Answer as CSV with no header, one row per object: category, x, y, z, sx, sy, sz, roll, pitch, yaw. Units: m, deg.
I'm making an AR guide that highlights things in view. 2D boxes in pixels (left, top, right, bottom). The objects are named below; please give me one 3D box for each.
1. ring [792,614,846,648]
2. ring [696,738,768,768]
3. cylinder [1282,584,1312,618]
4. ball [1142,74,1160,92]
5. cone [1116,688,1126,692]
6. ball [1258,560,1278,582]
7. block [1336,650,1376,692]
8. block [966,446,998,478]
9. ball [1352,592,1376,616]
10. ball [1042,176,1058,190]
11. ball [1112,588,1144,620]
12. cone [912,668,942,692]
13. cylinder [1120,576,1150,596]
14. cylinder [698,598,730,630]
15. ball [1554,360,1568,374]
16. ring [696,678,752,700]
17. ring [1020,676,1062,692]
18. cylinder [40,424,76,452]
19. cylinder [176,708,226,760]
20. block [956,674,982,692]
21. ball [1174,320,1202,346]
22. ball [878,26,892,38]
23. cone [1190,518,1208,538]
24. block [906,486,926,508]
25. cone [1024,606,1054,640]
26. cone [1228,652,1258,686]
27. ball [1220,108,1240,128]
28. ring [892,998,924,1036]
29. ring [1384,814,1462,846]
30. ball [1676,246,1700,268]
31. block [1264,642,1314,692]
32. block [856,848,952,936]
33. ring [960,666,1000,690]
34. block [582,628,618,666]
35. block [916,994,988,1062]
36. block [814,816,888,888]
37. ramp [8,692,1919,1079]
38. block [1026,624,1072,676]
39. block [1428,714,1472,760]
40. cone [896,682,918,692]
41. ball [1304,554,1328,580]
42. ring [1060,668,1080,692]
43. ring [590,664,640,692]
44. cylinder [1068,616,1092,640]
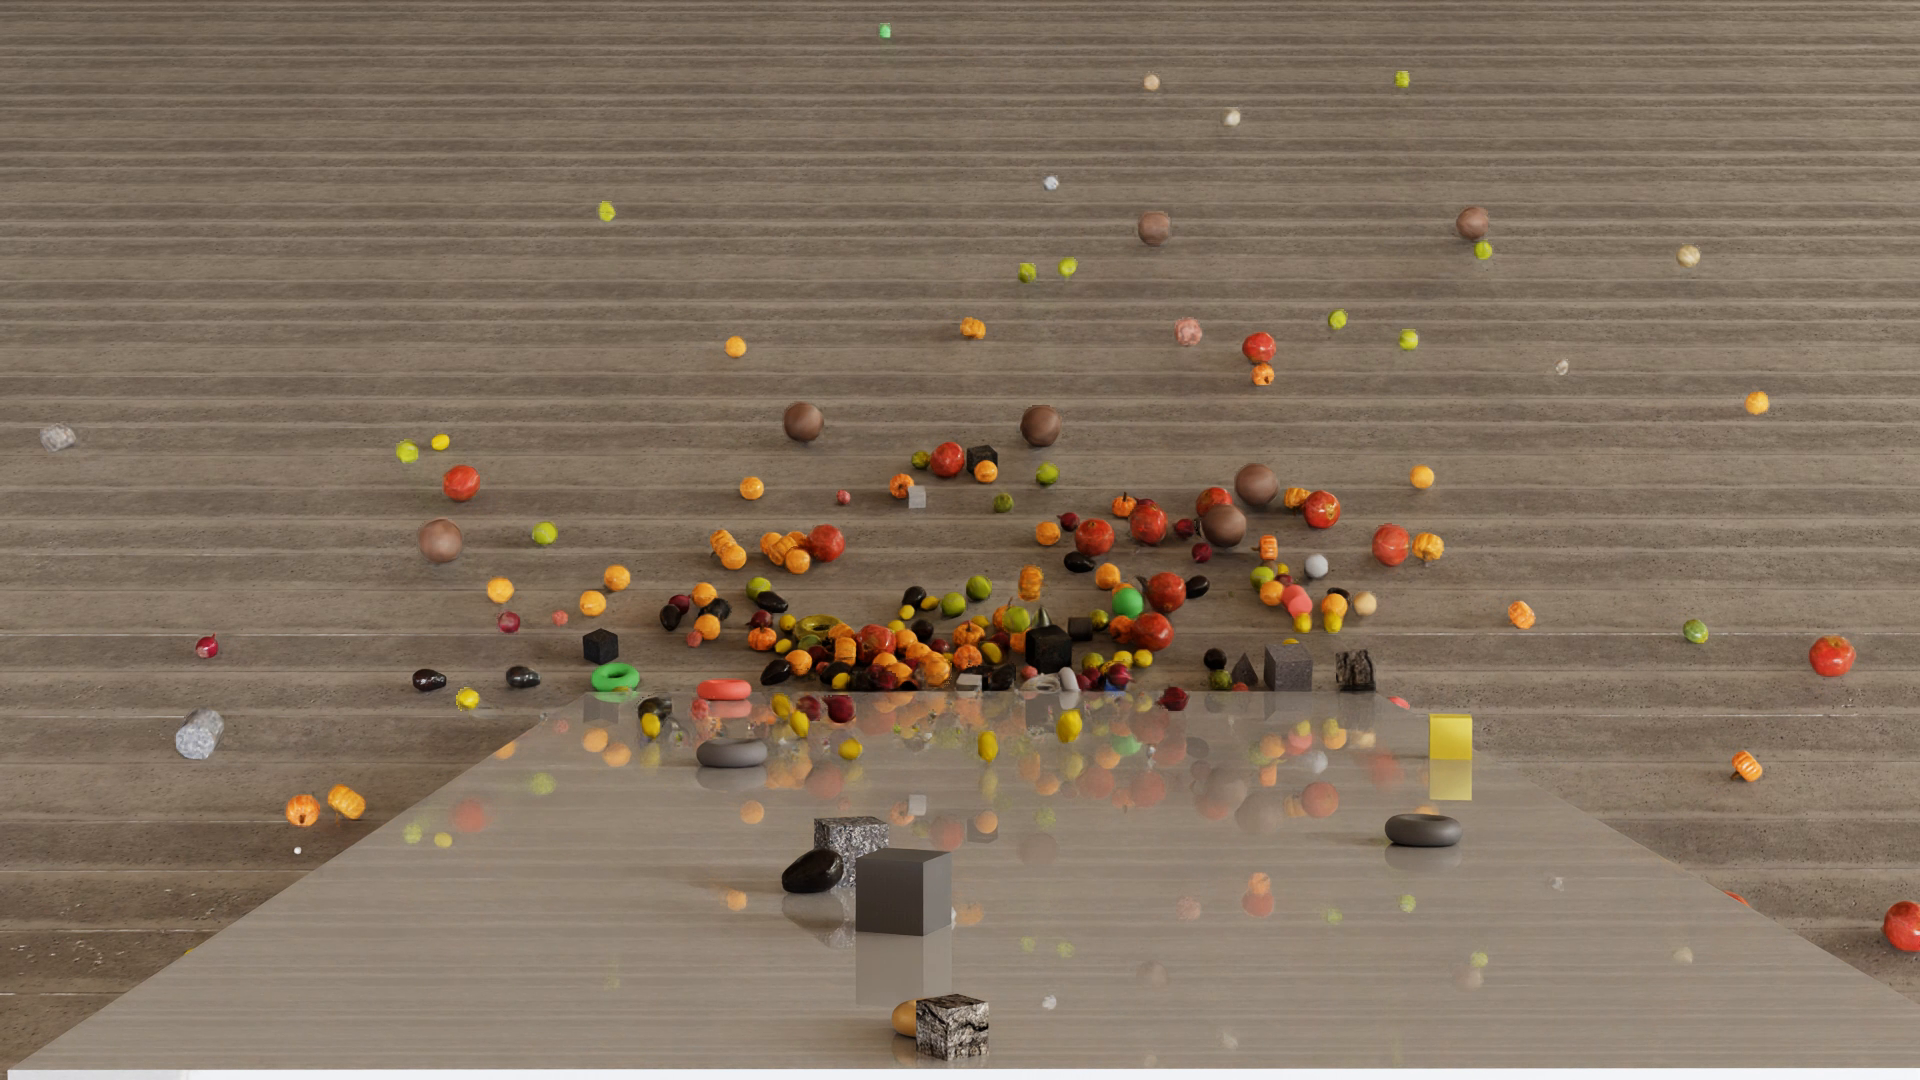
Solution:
ring,-0.382,0.249,7.013,0.148,0.049,0.148,0,26,0
ring,-0.445,0.416,5.026,0.139,0.046,0.139,-1,2,0
cylinder,0.936,0.170,7.162,0.069,0.069,0.069,-4,25,-9
ball,0.917,-2.198,12.382,0.083,0.083,0.083,0,24,0
cone,0.435,0.413,6.683,0.051,0.051,0.051,19,15,-27
ball,0.878,0.088,7.357,0.058,0.058,0.058,0,24,0
block,1.010,0.344,6.568,0.089,0.089,0.089,-8,61,11
block,0.069,-0.246,8.079,0.073,0.073,0.073,-10,26,-21
ball,1.124,0.179,7.147,0.066,0.066,0.066,0,24,0
ball,0.379,-1.507,10.877,0.065,0.065,0.065,0,24,0
ball,0.462,0.176,7.126,0.089,0.089,0.089,0,24,0
cone,-0.087,0.384,6.733,0.075,0.075,0.075,1,51,2
cylinder,0.493,0.135,7.254,0.057,0.057,0.057,-22,32,-40
cylinder,-0.677,0.202,7.097,0.065,0.065,0.065,11,37,23
ball,2.072,-0.596,8.879,0.050,0.050,0.050,0,24,0
ring,-0.583,0.370,6.366,0.135,0.045,0.135,-1,3,0
ring,0.218,0.392,6.708,0.121,0.040,0.121,-1,25,0
cylinder,-2.890,-0.326,8.254,0.074,0.074,0.074,16,29,31
cylinder,-1.898,0.484,6.436,0.096,0.096,0.096,1,24,2
block,0.023,0.388,6.692,0.059,0.059,0.059,5,25,10
ball,0.809,-0.734,9.131,0.095,0.095,0.095,0,24,0
ball,-0.390,-2.641,13.385,0.063,0.063,0.063,0,24,0
cone,0.715,-0.027,7.651,0.057,0.057,0.057,-3,51,-6
block,-0.133,-0.131,7.852,0.051,0.051,0.051,-3,25,-7
cone,0.223,0.219,7.016,0.100,0.100,0.100,0,24,0
cone,0.749,0.330,6.793,0.082,0.082,0.082,0,24,0
ball,1.235,-1.924,11.764,0.094,0.094,0.094,0,24,0
ring,-0.025,0.502,2.710,0.095,0.032,0.095,-2,-1,0
ring,0.723,0.453,4.019,0.120,0.040,0.120,1,2,0
ball,2.807,-1.093,9.932,0.088,0.088,0.088,0,24,0
block,0.860,0.340,6.749,0.100,0.100,0.100,-4,25,-9
block,-0.072,0.450,3.305,0.094,0.094,0.094,1,2,22
ring,0.050,0.363,6.776,0.109,0.036,0.109,0,24,0
block,-0.963,0.286,6.910,0.066,0.066,0.066,19,31,36
block,-0.008,0.495,2.617,0.053,0.053,0.053,-2,3,-38
block,-0.155,0.442,3.660,0.086,0.086,0.086,-1,2,-18
ramp,0.056,0.504,4.549,2.000,0.100,4.000,0,2,0
block,0.236,0.293,6.864,0.091,0.091,0.091,-11,26,-23
block,0.980,0.392,5.148,0.081,0.081,0.081,0,2,8
cone,-0.155,0.404,6.694,0.067,0.067,0.067,-14,8,46
ball,1.019,0.077,7.367,0.070,0.070,0.070,0,24,0
ring,0.284,0.384,6.636,0.039,0.116,0.116,-14,26,-3
ring,-0.906,0.364,6.768,0.128,0.043,0.128,0,25,0
cylinder,0.327,0.241,7.013,0.063,0.063,0.063,-1,24,-1
